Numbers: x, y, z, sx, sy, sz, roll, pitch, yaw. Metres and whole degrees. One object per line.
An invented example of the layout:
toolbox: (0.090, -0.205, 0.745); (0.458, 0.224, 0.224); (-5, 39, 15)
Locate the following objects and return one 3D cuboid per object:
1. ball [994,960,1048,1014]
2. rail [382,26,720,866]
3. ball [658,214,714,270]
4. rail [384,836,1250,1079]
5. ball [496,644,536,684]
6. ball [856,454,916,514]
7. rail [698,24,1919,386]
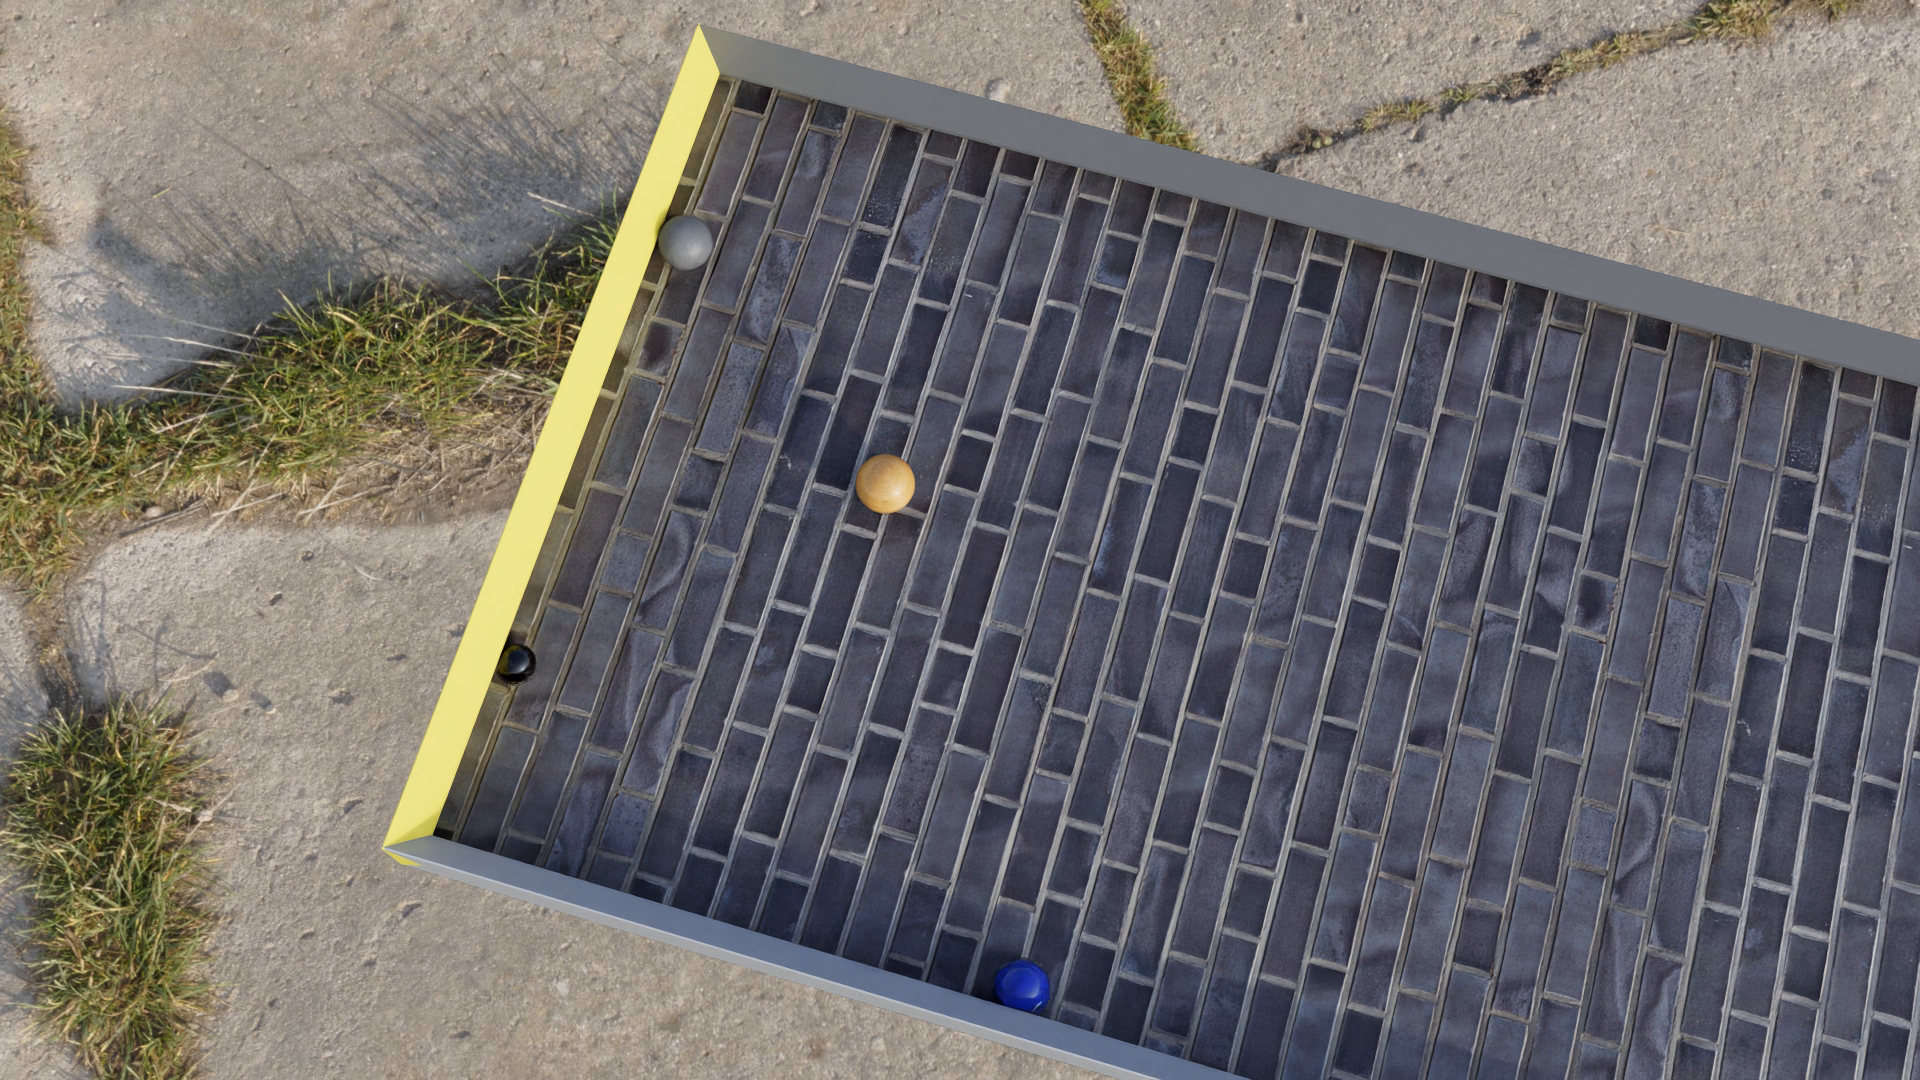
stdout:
ball: (0.089, 0.650, 3.192); (0.079, 0.079, 0.079); (0, 71, 0)
rail: (-0.612, -0.177, 3.455); (0.045, 0.122, 1.431); (16, 72, 5)
ball: (-0.447, -0.484, 3.579); (0.089, 0.089, 0.089); (0, 71, 0)
rail: (0.439, 0.797, 3.118); (2.645, 0.122, 0.045); (16, 72, 5)
ball: (-0.678, 0.189, 3.362); (0.061, 0.061, 0.061); (0, 71, 0)
ball: (-0.117, -0.088, 3.440); (0.094, 0.094, 0.094); (0, 71, 0)
rail: (0.830, -0.457, 3.552); (2.645, 0.122, 0.045); (16, 72, 5)
